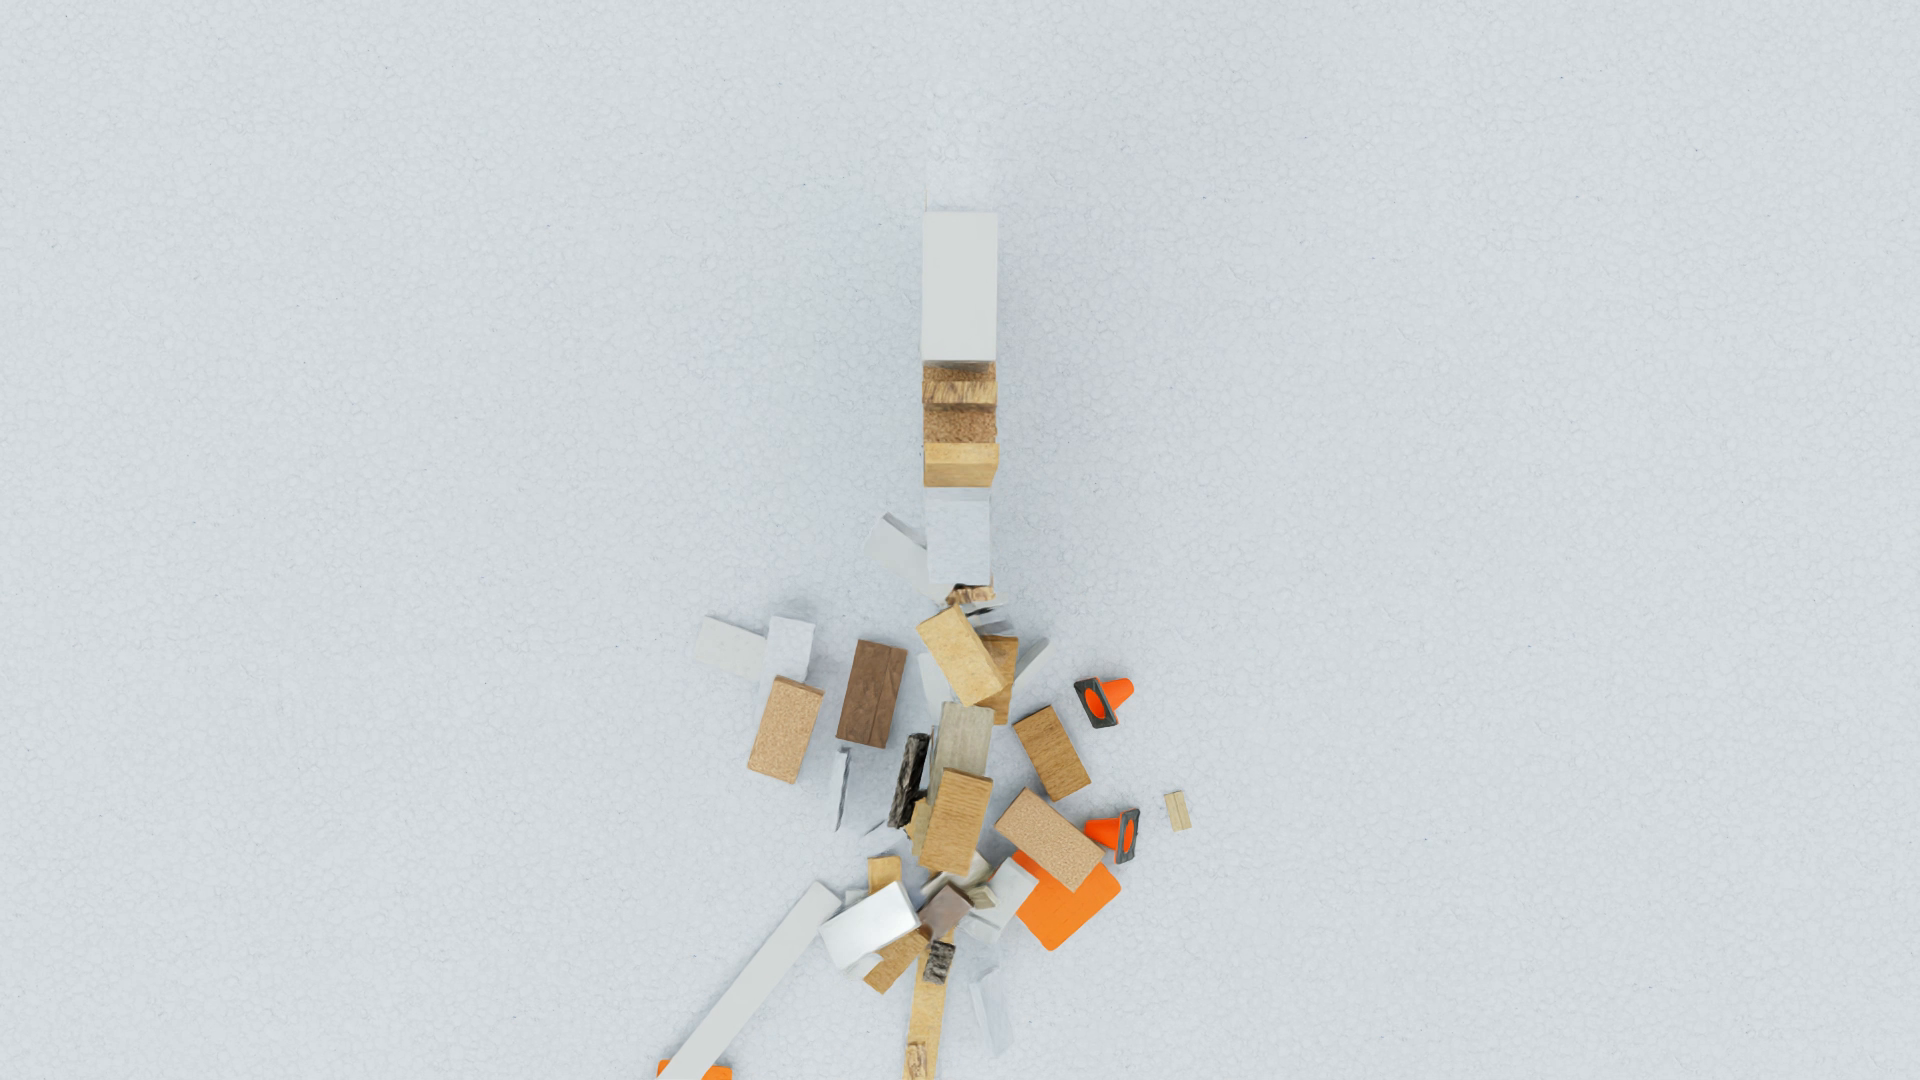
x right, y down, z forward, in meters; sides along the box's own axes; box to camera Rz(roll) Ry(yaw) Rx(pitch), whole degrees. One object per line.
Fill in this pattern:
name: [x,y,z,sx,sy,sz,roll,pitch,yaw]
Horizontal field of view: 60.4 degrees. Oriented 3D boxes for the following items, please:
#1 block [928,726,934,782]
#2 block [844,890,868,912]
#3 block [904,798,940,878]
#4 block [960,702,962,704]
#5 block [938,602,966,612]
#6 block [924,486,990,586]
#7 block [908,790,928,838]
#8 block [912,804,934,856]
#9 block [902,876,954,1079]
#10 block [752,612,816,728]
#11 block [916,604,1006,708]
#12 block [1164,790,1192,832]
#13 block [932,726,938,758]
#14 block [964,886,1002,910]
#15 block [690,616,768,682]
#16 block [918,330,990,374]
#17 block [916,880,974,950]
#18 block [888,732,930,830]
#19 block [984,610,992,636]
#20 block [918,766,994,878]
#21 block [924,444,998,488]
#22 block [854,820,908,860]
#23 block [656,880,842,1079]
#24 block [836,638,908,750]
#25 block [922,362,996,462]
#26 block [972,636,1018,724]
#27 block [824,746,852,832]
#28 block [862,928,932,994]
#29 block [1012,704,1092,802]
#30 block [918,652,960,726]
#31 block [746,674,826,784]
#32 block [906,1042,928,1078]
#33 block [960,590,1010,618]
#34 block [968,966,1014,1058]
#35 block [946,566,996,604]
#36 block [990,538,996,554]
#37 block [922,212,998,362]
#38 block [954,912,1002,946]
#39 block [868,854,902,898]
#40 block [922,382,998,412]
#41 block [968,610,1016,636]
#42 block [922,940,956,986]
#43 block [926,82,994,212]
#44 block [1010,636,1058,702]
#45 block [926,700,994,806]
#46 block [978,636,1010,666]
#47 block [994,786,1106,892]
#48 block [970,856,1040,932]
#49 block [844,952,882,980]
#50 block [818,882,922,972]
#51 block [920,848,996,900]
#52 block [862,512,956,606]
block: [-0.014,0.705,5.363,0.163,0.046,0.327,5,55,-4]
block: [-0.334,1.273,5.485,0.105,0.030,0.210,5,90,0]
block: [-0.089,0.979,5.445,0.129,0.036,0.257,-27,103,7]
block: [-0.012,0.465,5.380,0.102,0.029,0.204,-32,71,-15]
block: [0.004,0.208,5.319,0.143,0.285,0.040,-10,81,-1]
block: [-0.003,-0.009,4.419,0.168,0.463,0.048,2,61,2]
block: [-0.138,0.911,5.489,0.079,0.022,0.158,-2,90,0]
block: [-0.067,0.941,5.287,0.158,0.315,0.045,8,56,0]
block: [-0.149,1.867,5.485,0.105,0.030,1.495,8,90,0]
block: [-0.576,0.439,5.416,0.145,0.041,0.405,12,109,0]
block: [0.004,0.339,4.824,0.140,0.040,0.280,-29,96,25]
block: [0.725,0.903,5.491,0.063,0.018,0.126,-15,90,0]
block: [-0.004,0.586,5.385,0.163,0.046,0.327,3,55,-1]
block: [0.071,1.163,5.362,0.021,0.148,0.074,-42,97,-29]
block: [-0.730,0.370,5.479,0.290,0.041,0.145,20,90,0]
block: [-0.011,-0.437,3.855,0.163,0.327,0.046,6,90,0]
block: [-0.070,1.233,5.417,0.113,0.032,0.227,42,108,-3]
block: [-0.162,0.769,5.275,0.037,0.130,0.293,14,93,16]
block: [0.034,0.358,5.281,0.143,0.040,0.285,-4,115,-4]
block: [-0.013,0.875,5.119,0.158,0.045,0.315,15,99,-1]
block: [-0.002,-0.177,3.945,0.168,0.337,0.048,0,83,-2]
block: [-0.263,0.993,5.489,0.158,0.022,0.079,-35,90,0]
block: [-0.712,1.509,5.457,0.113,0.032,0.885,39,87,1]
block: [-0.292,0.510,5.476,0.168,0.048,0.336,13,90,0]
block: [-0.001,-0.371,4.043,0.178,0.050,0.356,0,90,0]
block: [0.093,0.448,5.271,0.146,0.041,0.292,3,110,-11]
block: [-0.398,0.814,5.397,0.037,0.130,0.259,9,92,4]
block: [-0.226,1.367,5.437,0.129,0.036,0.257,38,105,-4]
block: [0.306,0.709,5.479,0.145,0.041,0.290,-28,90,0]
block: [-0.062,0.477,5.287,0.033,0.116,0.235,-15,95,-44]
block: [-0.573,0.625,5.425,0.168,0.048,0.336,19,108,0]
block: [-0.141,1.716,5.443,0.063,0.018,0.126,-4,107,0]
block: [0.055,0.206,5.079,0.116,0.232,0.033,-13,83,-23]
block: [0.105,1.553,5.427,0.037,0.130,0.259,-10,95,33]
block: [0.030,0.135,5.005,0.143,0.331,0.040,-6,100,1]
block: [0.018,0.009,4.731,0.146,0.292,0.041,5,91,-3]
block: [-0.001,-0.561,3.668,0.163,0.046,0.327,1,90,0]
block: [0.058,1.280,5.452,0.148,0.021,0.074,23,120,17]
block: [-0.248,1.155,5.465,0.105,0.030,0.210,-2,90,-24]
block: [0.000,-0.333,3.849,0.168,0.337,0.048,0,91,0]
block: [0.098,0.258,5.101,0.116,0.232,0.033,-13,78,7]
block: [-0.069,1.395,5.437,0.074,0.021,0.148,16,108,0]
block: [0.000,-0.878,3.712,0.148,0.042,0.296,0,90,0]
block: [0.205,0.440,5.428,0.040,0.140,0.280,43,90,-8]
block: [0.001,0.683,5.211,0.163,0.046,0.327,10,85,-12]
block: [0.056,0.337,5.011,0.140,0.338,0.040,27,94,9]
block: [0.294,0.983,5.421,0.338,0.048,0.168,39,89,3]
block: [0.138,1.173,5.417,0.129,0.036,0.257,37,117,9]
block: [-0.313,1.386,5.368,0.063,0.018,0.126,23,124,-29]
block: [-0.296,1.262,5.389,0.315,0.045,0.157,-33,68,12]
block: [-0.007,1.122,5.438,0.227,0.032,0.113,-39,100,3]
block: [-0.133,0.055,4.790,0.284,0.040,0.142,35,129,3]
